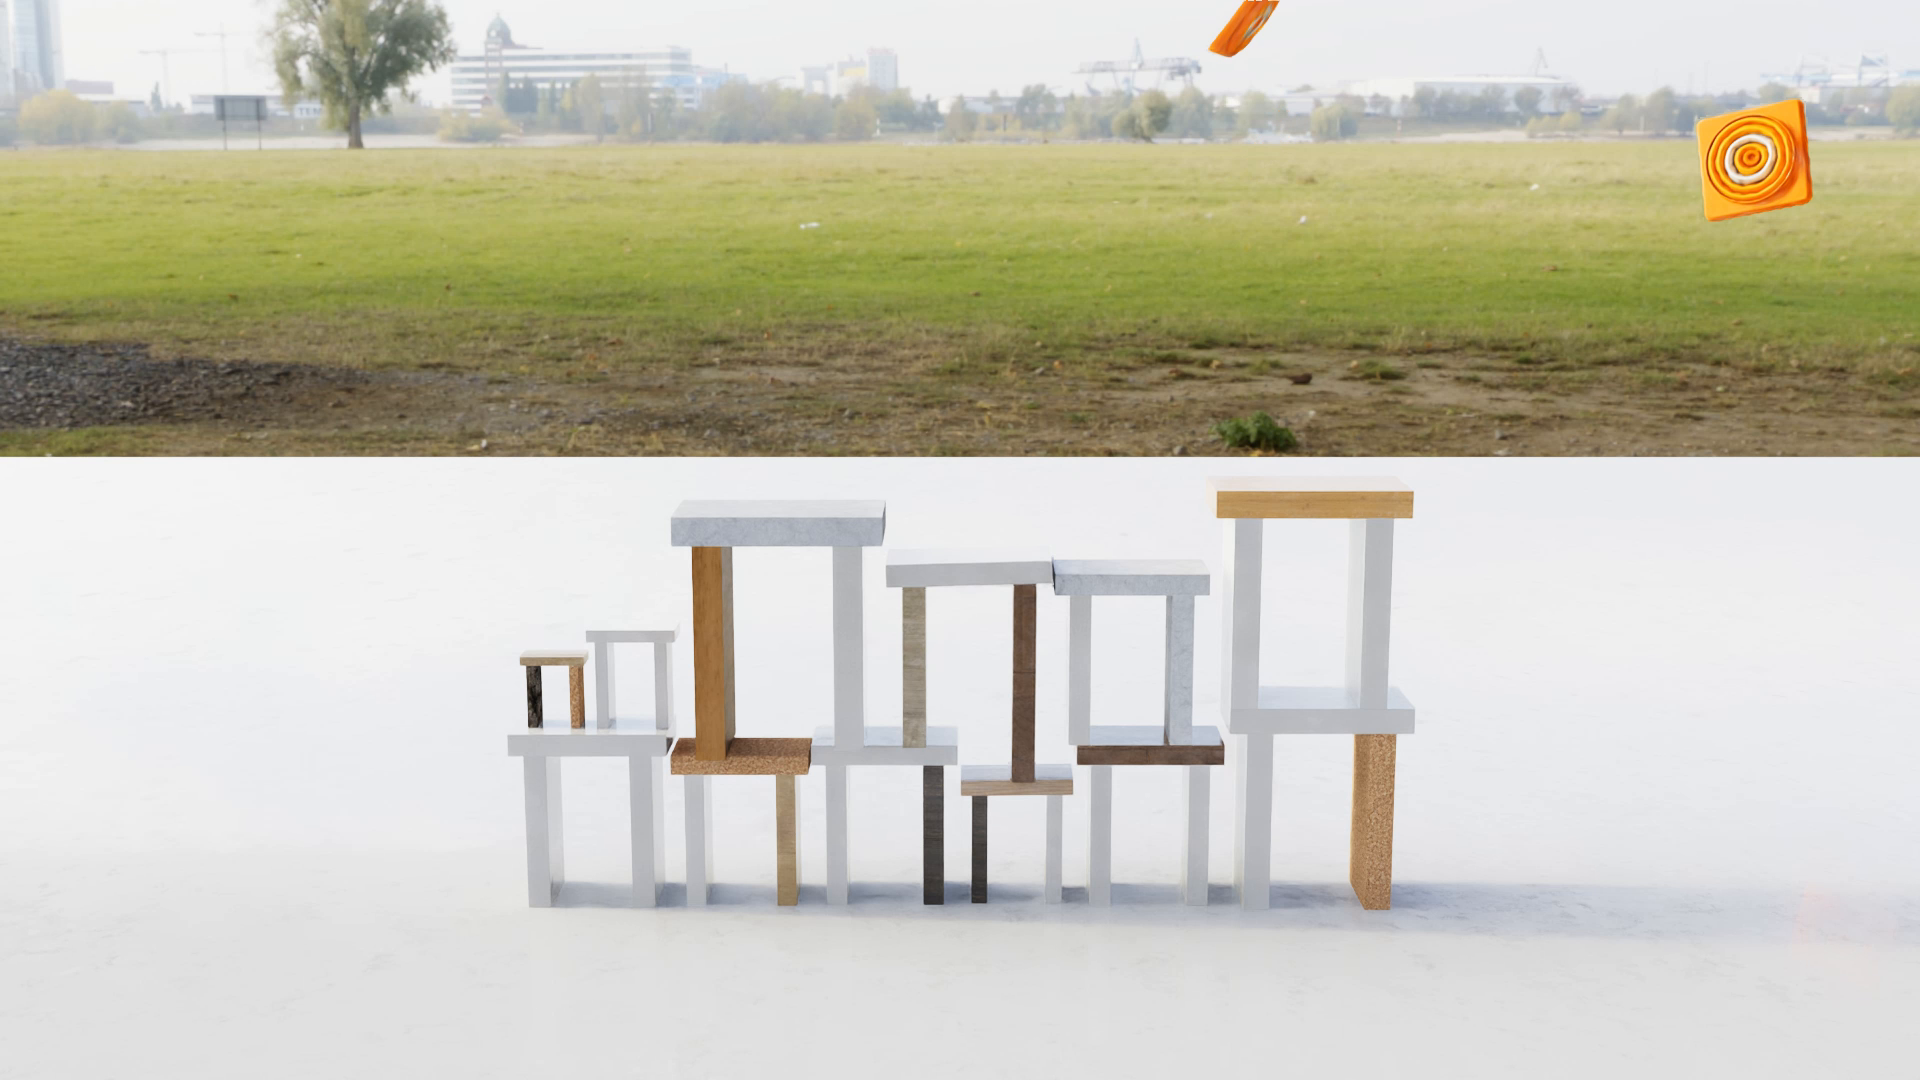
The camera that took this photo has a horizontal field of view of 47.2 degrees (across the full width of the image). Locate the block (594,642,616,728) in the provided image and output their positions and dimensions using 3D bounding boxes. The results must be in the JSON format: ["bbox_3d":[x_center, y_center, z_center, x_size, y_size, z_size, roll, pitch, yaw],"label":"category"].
[{"bbox_3d":[-0.582,0.230,3.607,0.020,0.144,0.072,0,11,0],"label":"block"}]

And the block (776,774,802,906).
[{"bbox_3d":[-0.284,0.481,3.646,0.032,0.223,0.112,0,11,0],"label":"block"}]

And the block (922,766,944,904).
[{"bbox_3d":[-0.043,0.472,3.653,0.034,0.238,0.119,0,11,0],"label":"block"}]

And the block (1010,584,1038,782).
[{"bbox_3d":[0.103,0.220,3.595,0.037,0.326,0.132,0,11,0],"label":"block"}]

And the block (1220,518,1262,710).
[{"bbox_3d":[0.456,0.105,3.576,0.044,0.311,0.155,0,11,0],"label":"block"}]

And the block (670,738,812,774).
[{"bbox_3d":[-0.358,0.356,3.622,0.223,0.032,0.112,0,11,0],"label":"block"}]

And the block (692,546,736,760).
[{"bbox_3d":[-0.401,0.167,3.589,0.047,0.350,0.167,0,11,0],"label":"block"}]

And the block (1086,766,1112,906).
[{"bbox_3d":[0.230,0.472,3.648,0.034,0.239,0.120,0,11,0],"label":"block"}]

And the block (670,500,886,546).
[{"bbox_3d":[-0.290,-0.028,3.553,0.334,0.047,0.167,0,11,0],"label":"block"}]

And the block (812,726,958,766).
[{"bbox_3d":[-0.123,0.339,3.628,0.238,0.034,0.119,0,11,0],"label":"block"}]

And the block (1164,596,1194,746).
[{"bbox_3d":[0.358,0.199,3.597,0.035,0.248,0.124,0,11,0],"label":"block"}]

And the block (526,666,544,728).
[{"bbox_3d":[-0.698,0.251,3.606,0.015,0.104,0.052,0,11,0],"label":"block"}]

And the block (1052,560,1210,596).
[{"bbox_3d":[0.276,0.060,3.572,0.248,0.035,0.124,0,11,0],"label":"block"}]

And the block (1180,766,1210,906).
[{"bbox_3d":[0.389,0.472,3.648,0.034,0.239,0.120,0,11,0],"label":"block"}]

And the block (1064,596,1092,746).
[{"bbox_3d":[0.193,0.199,3.598,0.035,0.247,0.124,0,11,0],"label":"block"}]

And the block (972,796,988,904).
[{"bbox_3d":[0.032,0.500,3.652,0.026,0.184,0.092,0,11,0],"label":"block"}]

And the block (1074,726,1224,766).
[{"bbox_3d":[0.309,0.338,3.623,0.239,0.034,0.120,0,11,0],"label":"block"}]

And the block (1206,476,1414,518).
[{"bbox_3d":[0.560,-0.070,3.543,0.310,0.044,0.155,0,11,0],"label":"block"}]

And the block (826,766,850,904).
[{"bbox_3d":[-0.202,0.472,3.653,0.034,0.238,0.119,0,11,0],"label":"block"}]

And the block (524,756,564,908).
[{"bbox_3d":[-0.688,0.464,3.643,0.036,0.257,0.128,0,11,0],"label":"block"}]

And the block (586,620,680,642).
[{"bbox_3d":[-0.534,0.150,3.592,0.144,0.020,0.072,0,11,0],"label":"block"}]

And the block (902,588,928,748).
[{"bbox_3d":[-0.073,0.194,3.592,0.037,0.265,0.132,0,11,0],"label":"block"}]

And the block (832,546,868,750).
[{"bbox_3d":[-0.178,0.159,3.588,0.047,0.334,0.167,0,11,0],"label":"block"}]

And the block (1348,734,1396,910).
[{"bbox_3d":[0.682,0.445,3.638,0.042,0.297,0.148,0,11,0],"label":"block"}]

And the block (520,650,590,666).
[{"bbox_3d":[-0.663,0.192,3.595,0.104,0.015,0.052,0,11,0],"label":"block"}]

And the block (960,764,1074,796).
[{"bbox_3d":[0.094,0.396,3.631,0.184,0.026,0.092,-1,11,1],"label":"block"}]

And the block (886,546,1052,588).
[{"bbox_3d":[0.014,0.043,3.562,0.265,0.037,0.132,-2,11,0],"label":"block"}]

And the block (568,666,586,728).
[{"bbox_3d":[-0.628,0.251,3.606,0.015,0.104,0.052,0,11,0],"label":"block"}]

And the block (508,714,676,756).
[{"bbox_3d":[-0.603,0.320,3.616,0.257,0.036,0.128,0,11,0],"label":"block"}]

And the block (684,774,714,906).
[{"bbox_3d":[-0.432,0.481,3.645,0.032,0.223,0.112,0,11,0],"label":"block"}]

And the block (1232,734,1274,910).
[{"bbox_3d":[0.484,0.445,3.638,0.042,0.297,0.149,0,11,0],"label":"block"}]

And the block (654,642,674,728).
[{"bbox_3d":[-0.486,0.230,3.607,0.020,0.144,0.072,0,11,0],"label":"block"}]

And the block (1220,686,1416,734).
[{"bbox_3d":[0.583,0.278,3.607,0.297,0.042,0.149,0,11,0],"label":"block"}]

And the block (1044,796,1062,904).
[{"bbox_3d":[0.155,0.500,3.651,0.026,0.184,0.092,0,11,0],"label":"block"}]

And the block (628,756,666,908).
[{"bbox_3d":[-0.517,0.464,3.643,0.036,0.257,0.128,0,11,0],"label":"block"}]

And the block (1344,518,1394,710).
[{"bbox_3d":[0.663,0.105,3.576,0.044,0.311,0.155,0,11,0],"label":"block"}]
